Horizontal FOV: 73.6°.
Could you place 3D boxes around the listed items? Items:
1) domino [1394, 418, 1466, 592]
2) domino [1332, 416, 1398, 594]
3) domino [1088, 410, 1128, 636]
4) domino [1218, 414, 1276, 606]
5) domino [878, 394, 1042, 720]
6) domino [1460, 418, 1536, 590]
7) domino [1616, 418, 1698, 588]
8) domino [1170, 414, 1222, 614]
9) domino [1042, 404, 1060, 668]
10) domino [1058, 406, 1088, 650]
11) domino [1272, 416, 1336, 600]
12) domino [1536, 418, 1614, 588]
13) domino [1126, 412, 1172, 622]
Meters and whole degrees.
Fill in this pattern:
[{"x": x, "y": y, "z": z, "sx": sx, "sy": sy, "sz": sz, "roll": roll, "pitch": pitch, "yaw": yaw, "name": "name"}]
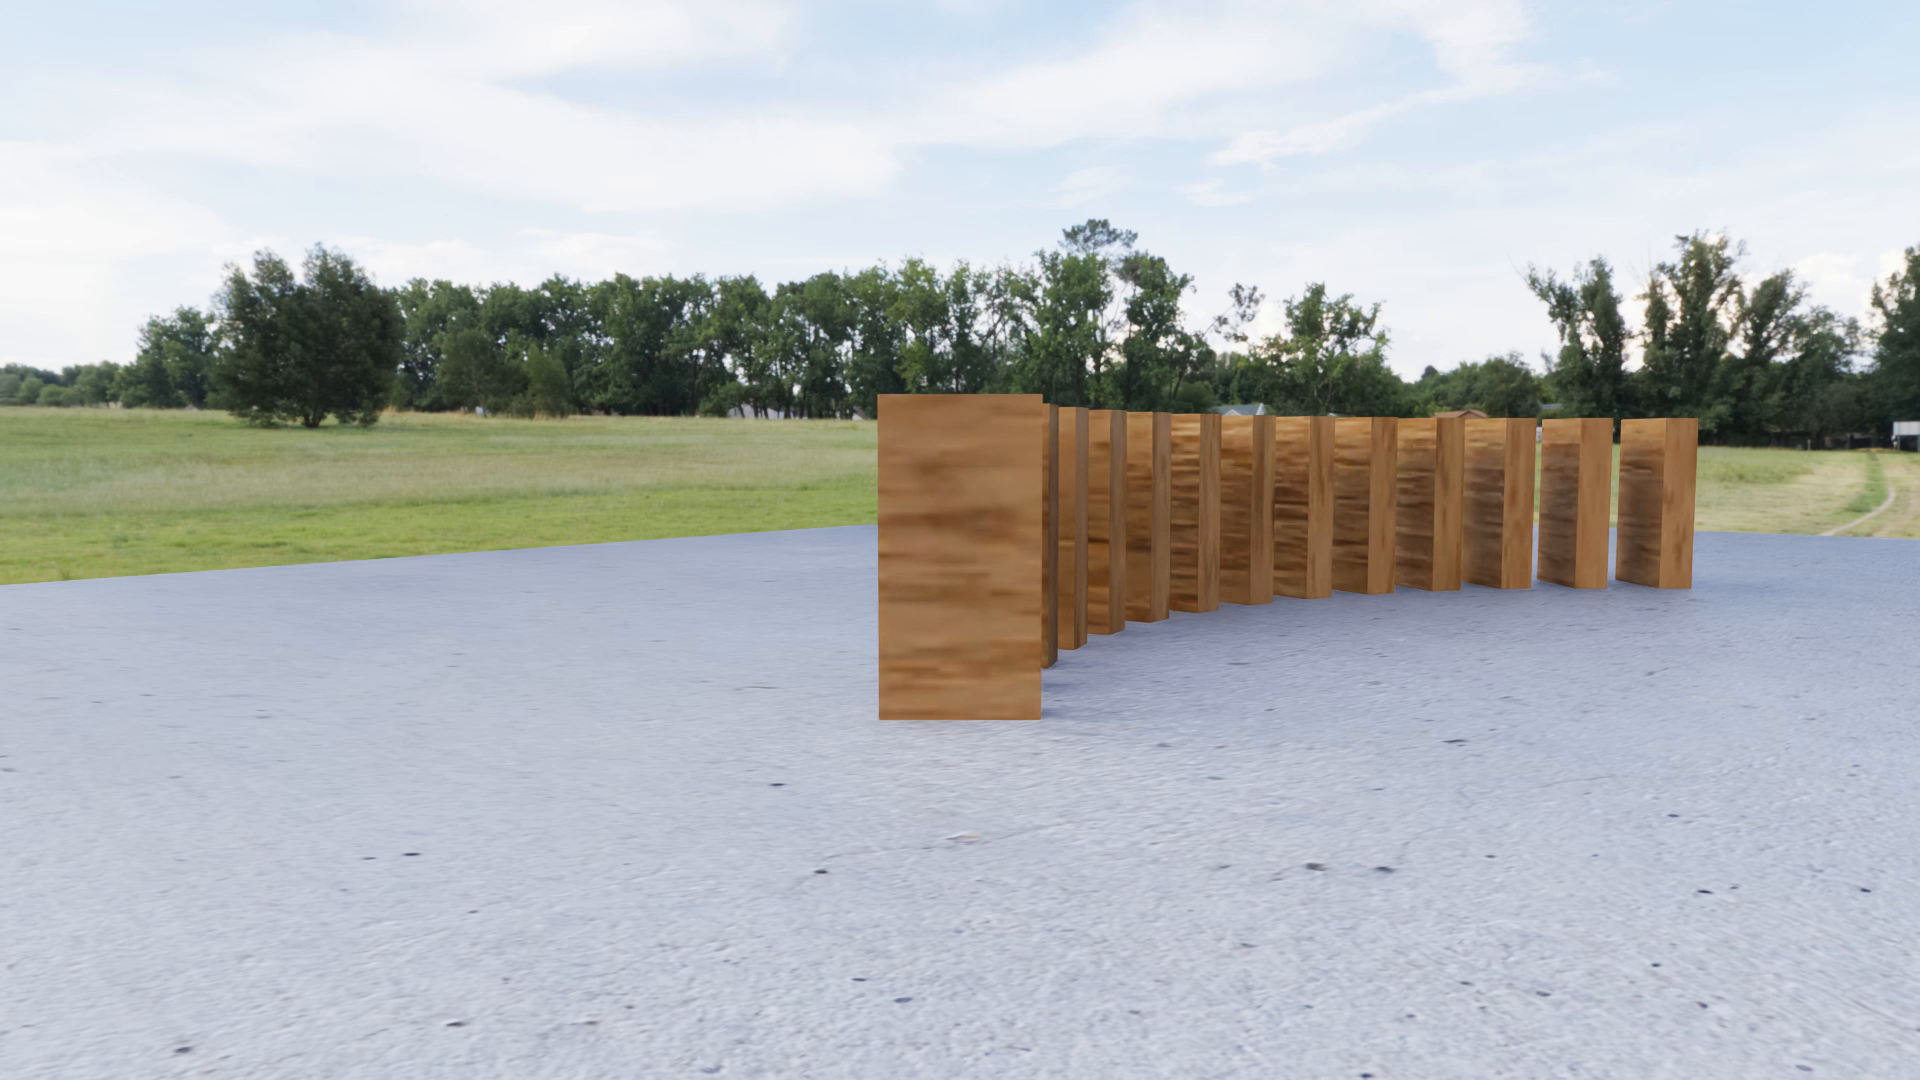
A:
[{"x": 0.138, "y": -0.011, "z": 0.382, "sx": 0.009, "sy": 0.050, "sz": 0.025, "roll": -1, "pitch": 4, "yaw": -16, "name": "domino"}, {"x": 0.115, "y": -0.010, "z": 0.374, "sx": 0.010, "sy": 0.050, "sz": 0.025, "roll": -2, "pitch": 5, "yaw": -23, "name": "domino"}, {"x": 0.025, "y": -0.005, "z": 0.294, "sx": 0.025, "sy": 0.050, "sz": 0.009, "roll": 2, "pitch": 5, "yaw": 30, "name": "domino"}, {"x": 0.072, "y": -0.009, "z": 0.349, "sx": 0.010, "sy": 0.050, "sz": 0.025, "roll": -3, "pitch": 5, "yaw": -38, "name": "domino"}, {"x": 0.000, "y": 0.002, "z": 0.201, "sx": 0.025, "sy": 0.050, "sz": 0.010, "roll": 0, "pitch": 4, "yaw": 0, "name": "domino"}, {"x": 0.161, "y": -0.011, "z": 0.387, "sx": 0.009, "sy": 0.050, "sz": 0.025, "roll": -1, "pitch": 4, "yaw": -8, "name": "domino"}, {"x": 0.210, "y": -0.012, "z": 0.388, "sx": 0.010, "sy": 0.050, "sz": 0.025, "roll": 0, "pitch": 4, "yaw": -1, "name": "domino"}, {"x": 0.054, "y": -0.007, "z": 0.333, "sx": 0.025, "sy": 0.050, "sz": 0.010, "roll": 4, "pitch": 6, "yaw": 45, "name": "domino"}, {"x": 0.006, "y": -0.001, "z": 0.249, "sx": 0.025, "sy": 0.050, "sz": 0.009, "roll": 1, "pitch": 4, "yaw": 15, "name": "domino"}, {"x": 0.014, "y": -0.003, "z": 0.272, "sx": 0.025, "sy": 0.050, "sz": 0.009, "roll": 2, "pitch": 5, "yaw": 22, "name": "domino"}, {"x": 0.093, "y": -0.010, "z": 0.363, "sx": 0.010, "sy": 0.050, "sz": 0.025, "roll": -3, "pitch": 5, "yaw": -31, "name": "domino"}, {"x": 0.186, "y": -0.012, "z": 0.389, "sx": 0.010, "sy": 0.050, "sz": 0.025, "roll": 0, "pitch": 4, "yaw": 0, "name": "domino"}, {"x": 0.038, "y": -0.006, "z": 0.314, "sx": 0.025, "sy": 0.050, "sz": 0.010, "roll": 3, "pitch": 5, "yaw": 37, "name": "domino"}]
